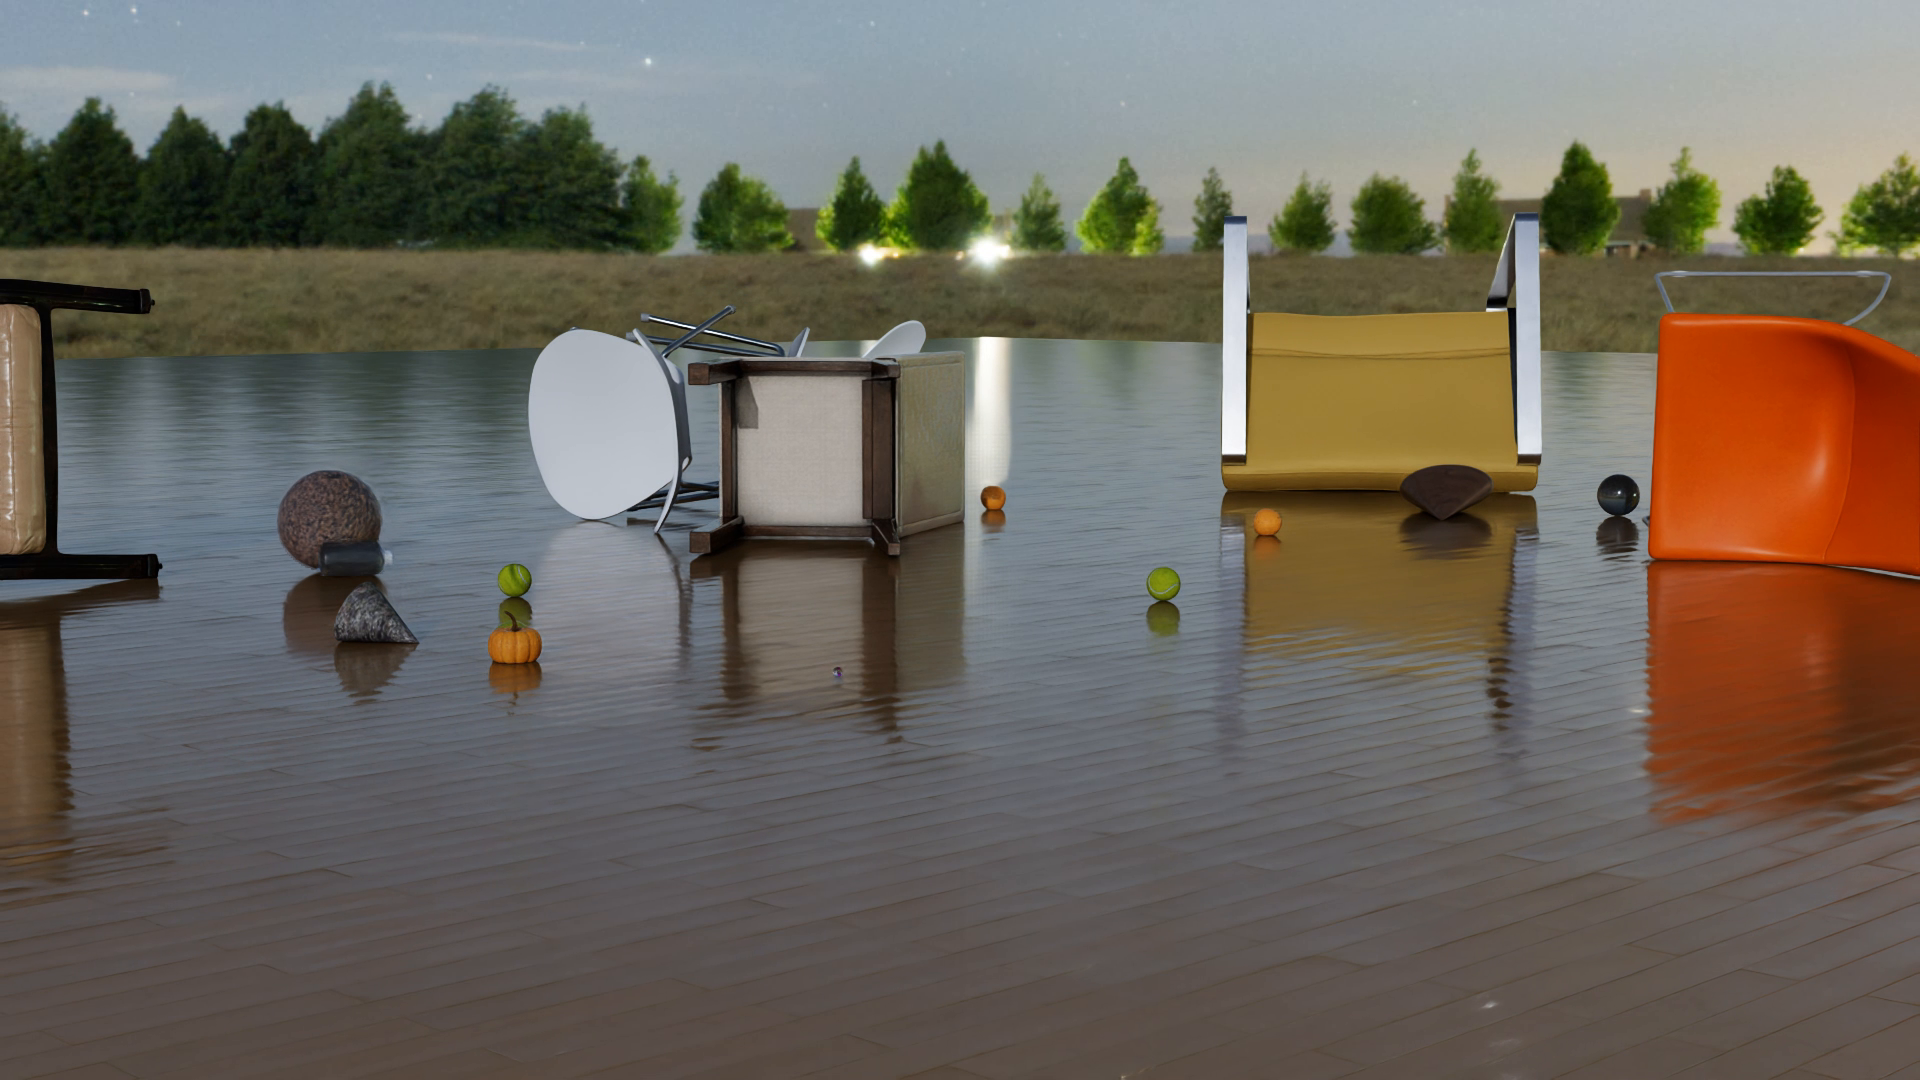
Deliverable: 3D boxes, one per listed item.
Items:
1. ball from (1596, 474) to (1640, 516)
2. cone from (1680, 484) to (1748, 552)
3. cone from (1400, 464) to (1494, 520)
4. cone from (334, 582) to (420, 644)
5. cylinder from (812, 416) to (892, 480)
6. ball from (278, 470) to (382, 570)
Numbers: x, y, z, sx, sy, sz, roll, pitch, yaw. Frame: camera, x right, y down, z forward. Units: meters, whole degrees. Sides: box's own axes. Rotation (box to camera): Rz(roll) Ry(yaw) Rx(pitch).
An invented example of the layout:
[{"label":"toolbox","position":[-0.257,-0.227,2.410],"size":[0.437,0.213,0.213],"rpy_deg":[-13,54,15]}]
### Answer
[{"label":"ball","position":[1.810,-0.124,7.049],"size":[0.116,0.116,0.116],"rpy_deg":[0,6,0]},{"label":"cone","position":[1.853,-0.015,6.179],"size":[0.171,0.177,0.169],"rpy_deg":[42,16,-31]},{"label":"cone","position":[1.333,-0.100,7.064],"size":[0.260,0.132,0.337],"rpy_deg":[-3,16,14]},{"label":"cone","position":[-1.031,0.157,4.621],"size":[0.136,0.120,0.144],"rpy_deg":[25,9,10]},{"label":"cylinder","position":[-0.353,-0.303,8.373],"size":[0.196,0.204,0.201],"rpy_deg":[44,-13,-22]},{"label":"ball","position":[-1.408,-0.045,5.735],"size":[0.227,0.227,0.227],"rpy_deg":[0,6,0]}]
